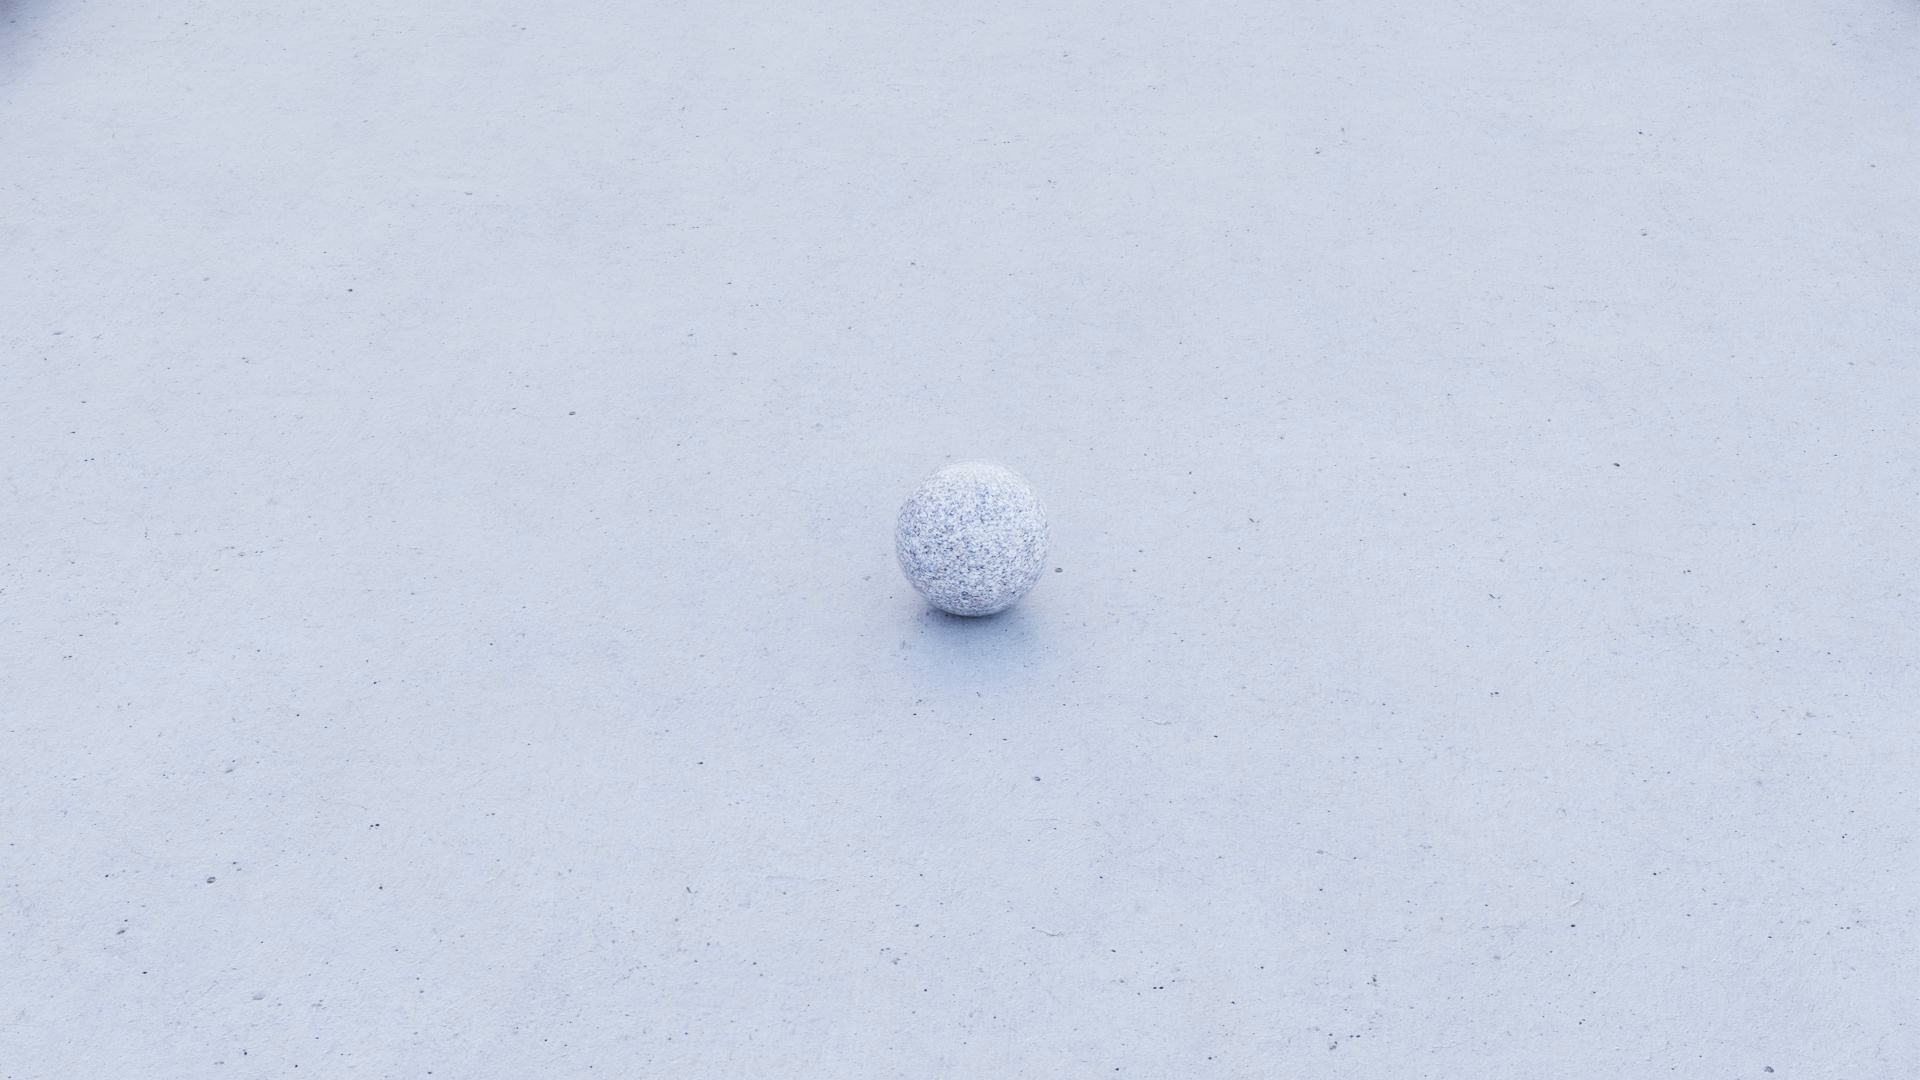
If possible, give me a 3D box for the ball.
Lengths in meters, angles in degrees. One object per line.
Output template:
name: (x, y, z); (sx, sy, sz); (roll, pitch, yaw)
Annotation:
ball: (0.007, -0.002, 1.693); (0.092, 0.092, 0.092); (0, 29, 0)
